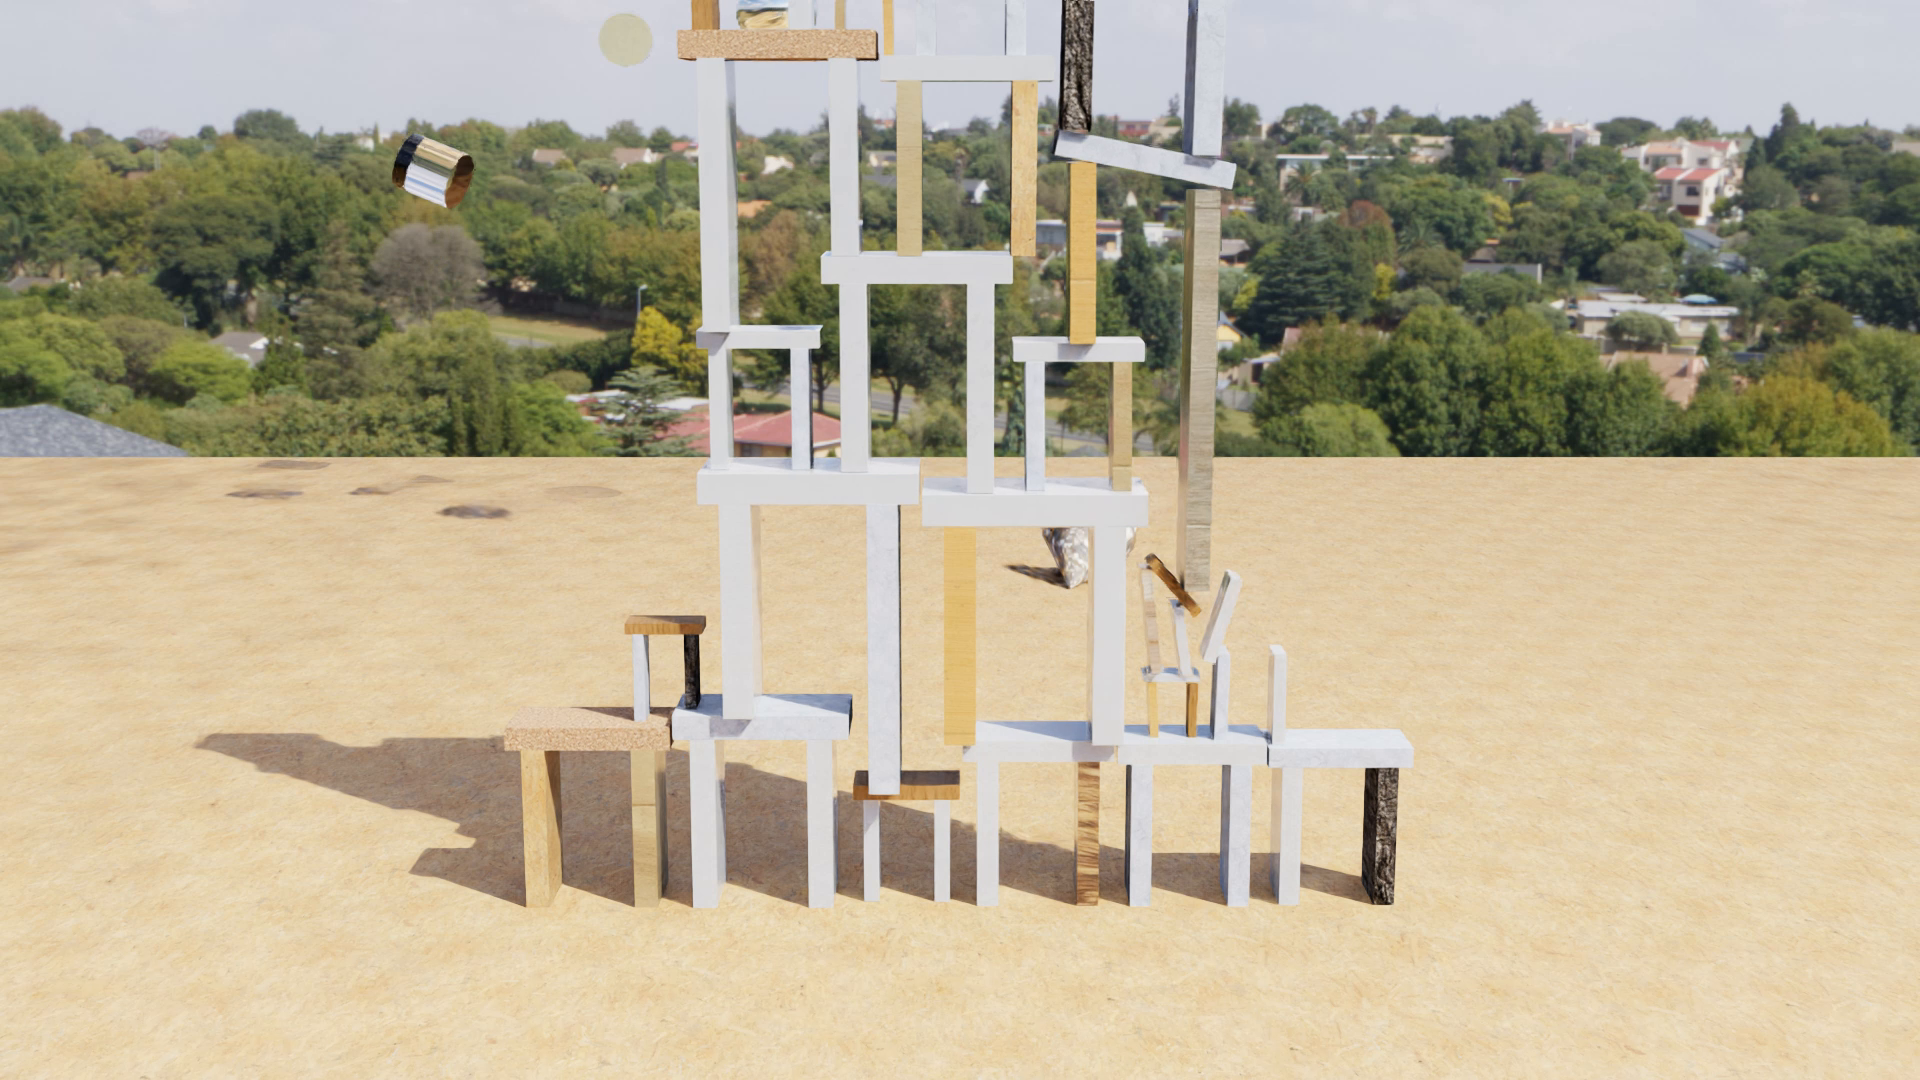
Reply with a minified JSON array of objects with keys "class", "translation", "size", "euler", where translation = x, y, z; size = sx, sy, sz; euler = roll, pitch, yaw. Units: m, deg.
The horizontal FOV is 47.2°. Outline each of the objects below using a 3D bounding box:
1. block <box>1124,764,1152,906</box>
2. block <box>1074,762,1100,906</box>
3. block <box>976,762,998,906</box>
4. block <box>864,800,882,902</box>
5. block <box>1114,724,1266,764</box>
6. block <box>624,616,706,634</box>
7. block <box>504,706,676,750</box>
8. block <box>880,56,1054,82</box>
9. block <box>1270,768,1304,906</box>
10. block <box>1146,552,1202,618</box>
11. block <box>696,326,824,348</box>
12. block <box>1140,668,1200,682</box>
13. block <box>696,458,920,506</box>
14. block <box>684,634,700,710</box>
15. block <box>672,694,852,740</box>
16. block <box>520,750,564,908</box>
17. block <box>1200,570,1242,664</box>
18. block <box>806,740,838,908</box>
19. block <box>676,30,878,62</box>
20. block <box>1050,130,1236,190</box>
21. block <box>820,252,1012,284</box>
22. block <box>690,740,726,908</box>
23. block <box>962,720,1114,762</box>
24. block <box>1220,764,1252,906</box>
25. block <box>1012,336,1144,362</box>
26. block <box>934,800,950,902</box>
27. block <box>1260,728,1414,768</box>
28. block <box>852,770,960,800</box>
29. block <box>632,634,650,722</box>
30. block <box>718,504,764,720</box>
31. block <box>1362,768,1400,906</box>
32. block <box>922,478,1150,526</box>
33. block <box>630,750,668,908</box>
[{"class":"block","translation":[0.296,0.472,3.646],"size":[0.034,0.241,0.121],"euler":[0,11,0]},{"class":"block","translation":[0.209,0.469,3.648],"size":[0.035,0.246,0.123],"euler":[0,11,0]},{"class":"block","translation":[0.045,0.469,3.648],"size":[0.035,0.246,0.123],"euler":[0,11,0]},{"class":"block","translation":[-0.146,0.503,3.657],"size":[0.025,0.175,0.087],"euler":[0,11,0]},{"class":"block","translation":[0.376,0.336,3.621],"size":[0.241,0.034,0.121],"euler":[0,11,0]},{"class":"block","translation":[-0.480,0.138,3.589],"size":[0.125,0.018,0.063],"euler":[0,11,0]},{"class":"block","translation":[-0.602,0.310,3.616],"size":[0.266,0.038,0.133],"euler":[0,11,0]},{"class":"block","translation":[0.011,-0.732,3.418],"size":[0.266,0.038,0.133],"euler":[0,11,0]},{"class":"block","translation":[0.541,0.475,3.650],"size":[0.033,0.234,0.117],"euler":[0,11,0]},{"class":"block","translation":[0.346,0.072,3.568],"size":[0.016,0.115,0.058],"euler":[-40,9,6]},{"class":"block","translation":[-0.317,-0.323,3.495],"size":[0.194,0.027,0.097],"euler":[0,11,0]},{"class":"block","translation":[0.344,0.221,3.603],"size":[0.093,0.013,0.046],"euler":[0,10,-1]},{"class":"block","translation":[-0.239,-0.095,3.539],"size":[0.348,0.049,0.174],"euler":[0,11,0]},{"class":"block","translation":[-0.439,0.209,3.602],"size":[0.018,0.125,0.063],"euler":[0,11,0]},{"class":"block","translation":[-0.322,0.290,3.616],"size":[0.284,0.040,0.142],"euler":[0,11,0]},{"class":"block","translation":[-0.691,0.459,3.644],"size":[0.038,0.266,0.133],"euler":[0,11,0]},{"class":"block","translation":[0.424,0.124,3.580],"size":[0.020,0.142,0.071],"euler":[17,10,-3]},{"class":"block","translation":[-0.227,0.450,3.646],"size":[0.040,0.284,0.142],"euler":[0,11,0]},{"class":"block","translation":[-0.280,-0.768,3.414],"size":[0.300,0.042,0.150],"euler":[0,11,0]},{"class":"block","translation":[0.286,-0.598,3.450],"size":[0.278,0.039,0.139],"euler":[11,10,-2]},{"class":"block","translation":[-0.067,-0.431,3.474],"size":[0.296,0.042,0.148],"euler":[0,11,0]},{"class":"block","translation":[-0.417,0.450,3.646],"size":[0.040,0.284,0.142],"euler":[0,11,0]},{"class":"block","translation":[0.127,0.331,3.622],"size":[0.246,0.035,0.123],"euler":[0,11,0]},{"class":"block","translation":[0.456,0.472,3.646],"size":[0.034,0.241,0.121],"euler":[0,11,0]},{"class":"block","translation":[0.187,-0.304,3.503],"size":[0.206,0.029,0.103],"euler":[0,11,0]},{"class":"block","translation":[-0.029,0.503,3.657],"size":[0.025,0.175,0.087],"euler":[0,11,0]},{"class":"block","translation":[0.619,0.343,3.626],"size":[0.234,0.033,0.117],"euler":[0,11,0]},{"class":"block","translation":[-0.087,0.405,3.638],"size":[0.175,0.025,0.087],"euler":[0,11,0]},{"class":"block","translation":[-0.522,0.219,3.604],"size":[0.018,0.146,0.063],"euler":[0,11,0]},{"class":"block","translation":[-0.355,0.100,3.575],"size":[0.049,0.348,0.174],"euler":[0,11,0]},{"class":"block","translation":[0.697,0.475,3.650],"size":[0.033,0.234,0.117],"euler":[0,11,0]},{"class":"block","translation":[0.119,-0.062,3.549],"size":[0.357,0.051,0.179],"euler":[0,11,0]},{"class":"block","translation":[-0.514,0.459,3.644],"size":[0.038,0.266,0.133],"euler":[0,11,0]}]
